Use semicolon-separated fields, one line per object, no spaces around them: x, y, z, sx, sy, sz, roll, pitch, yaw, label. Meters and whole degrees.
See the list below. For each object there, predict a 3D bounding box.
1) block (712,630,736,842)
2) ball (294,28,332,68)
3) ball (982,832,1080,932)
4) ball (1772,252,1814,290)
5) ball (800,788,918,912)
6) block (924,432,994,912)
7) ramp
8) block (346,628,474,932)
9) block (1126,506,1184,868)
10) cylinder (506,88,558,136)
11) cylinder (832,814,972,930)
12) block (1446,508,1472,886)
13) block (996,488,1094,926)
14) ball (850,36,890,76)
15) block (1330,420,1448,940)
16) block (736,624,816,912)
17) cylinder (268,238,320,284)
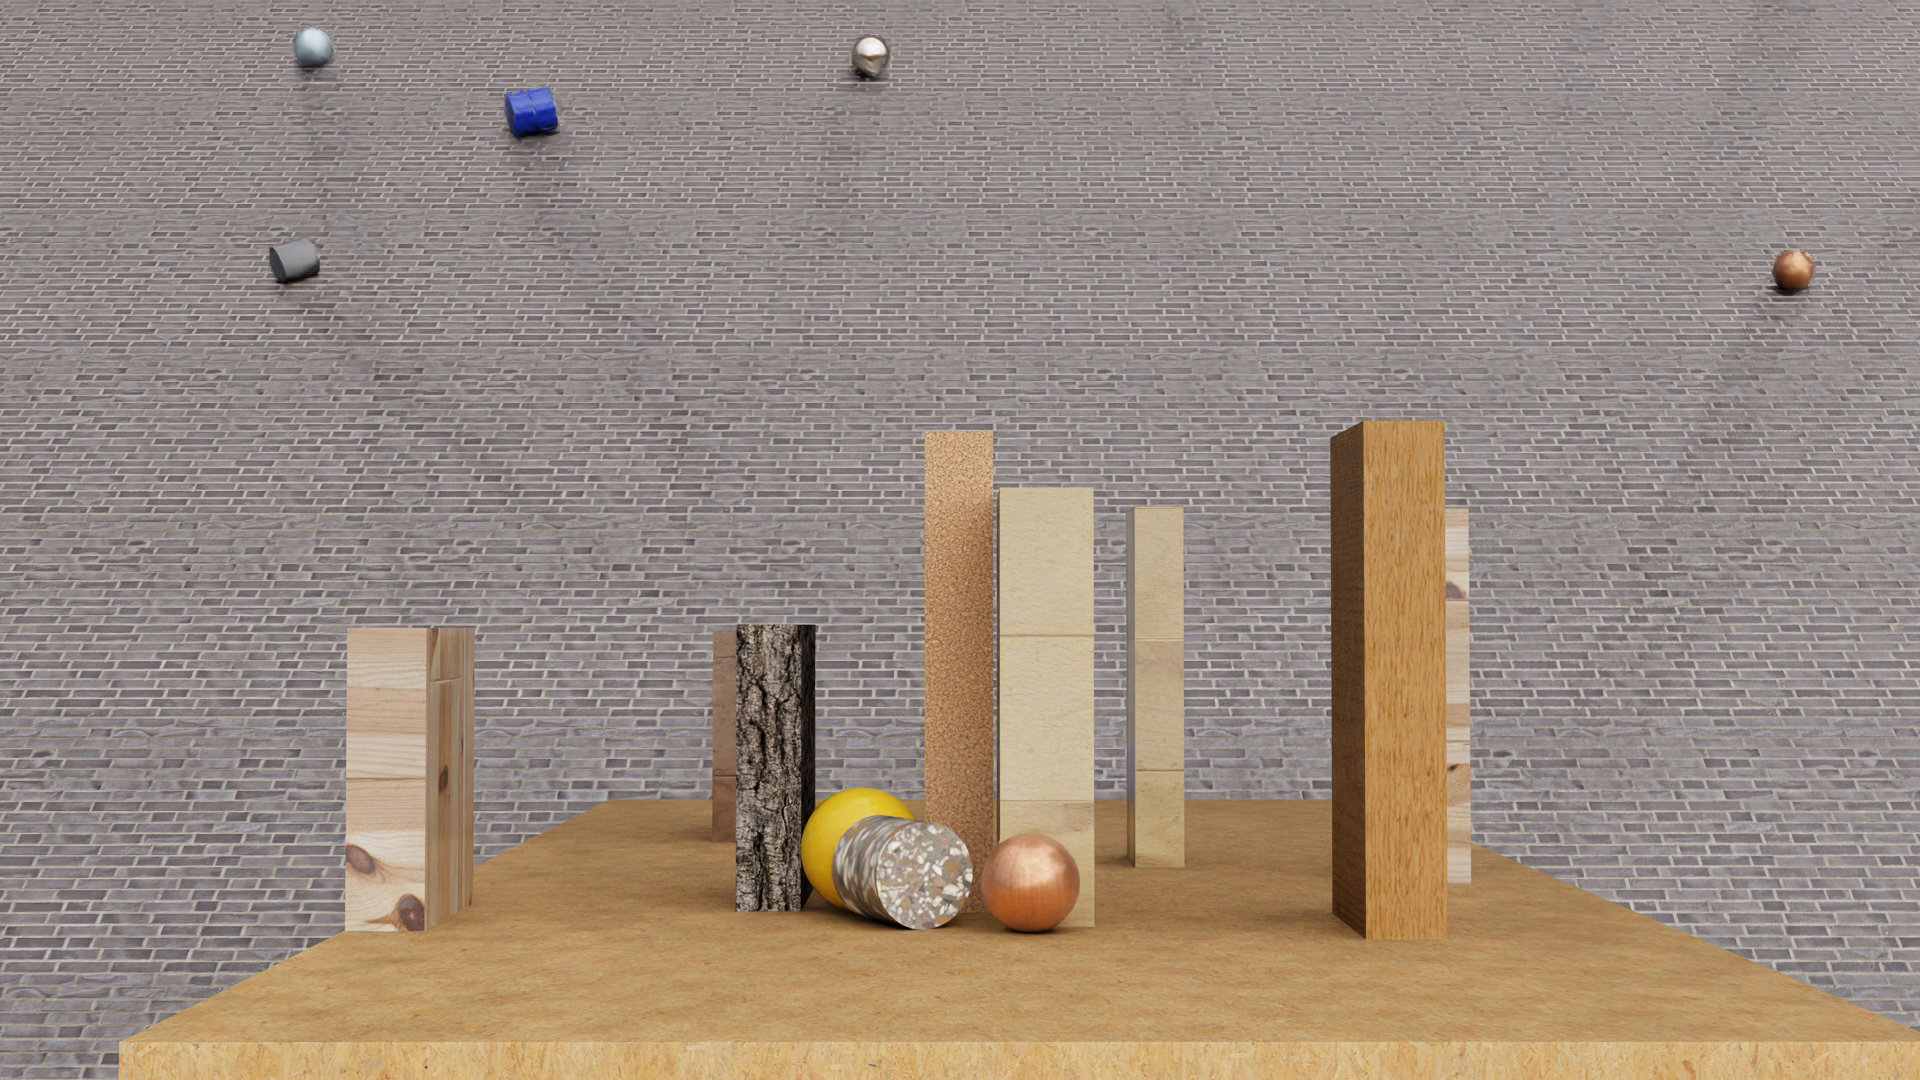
-0.479;0.420;5.662;0.088;0.447;0.344;0;-2;0;block
-2.657;-2.023;10.676;0.155;0.155;0.155;0;35;0;ball
0.106;0.511;3.872;0.148;0.148;0.148;0;35;0;ball
2.941;-0.950;9.174;0.138;0.138;0.138;0;35;0;ball
-0.155;0.494;4.149;0.199;0.199;0.199;0;35;0;ball
-0.002;0.215;4.314;0.109;0.768;0.328;0;-2;0;block
0.078;0.667;4.846;2.000;0.100;4.000;0;-2;0;ramp
-0.861;0.365;4.089;0.119;0.453;0.388;0;-2;0;block
0.378;0.281;5.047;0.093;0.685;0.252;0;-2;0;block
-1.681;-1.676;10.179;0.163;0.163;0.163;-13;37;-18;cylinder
-0.090;0.507;3.980;0.162;0.162;0.162;-20;7;-26;cylinder
0.854;0.281;4.724;0.091;0.664;0.280;0;-2;0;block
0.132;0.259;4.127;0.143;0.667;0.346;0;-2;0;block
-0.366;-1.978;10.610;0.159;0.159;0.159;0;35;0;ball
0.651;0.209;3.966;0.119;0.756;0.343;0;-2;0;block
-0.307;0.371;4.366;0.104;0.459;0.409;0;-2;0;block
-2.369;-0.994;9.243;0.130;0.130;0.130;-24;42;-30;cylinder
